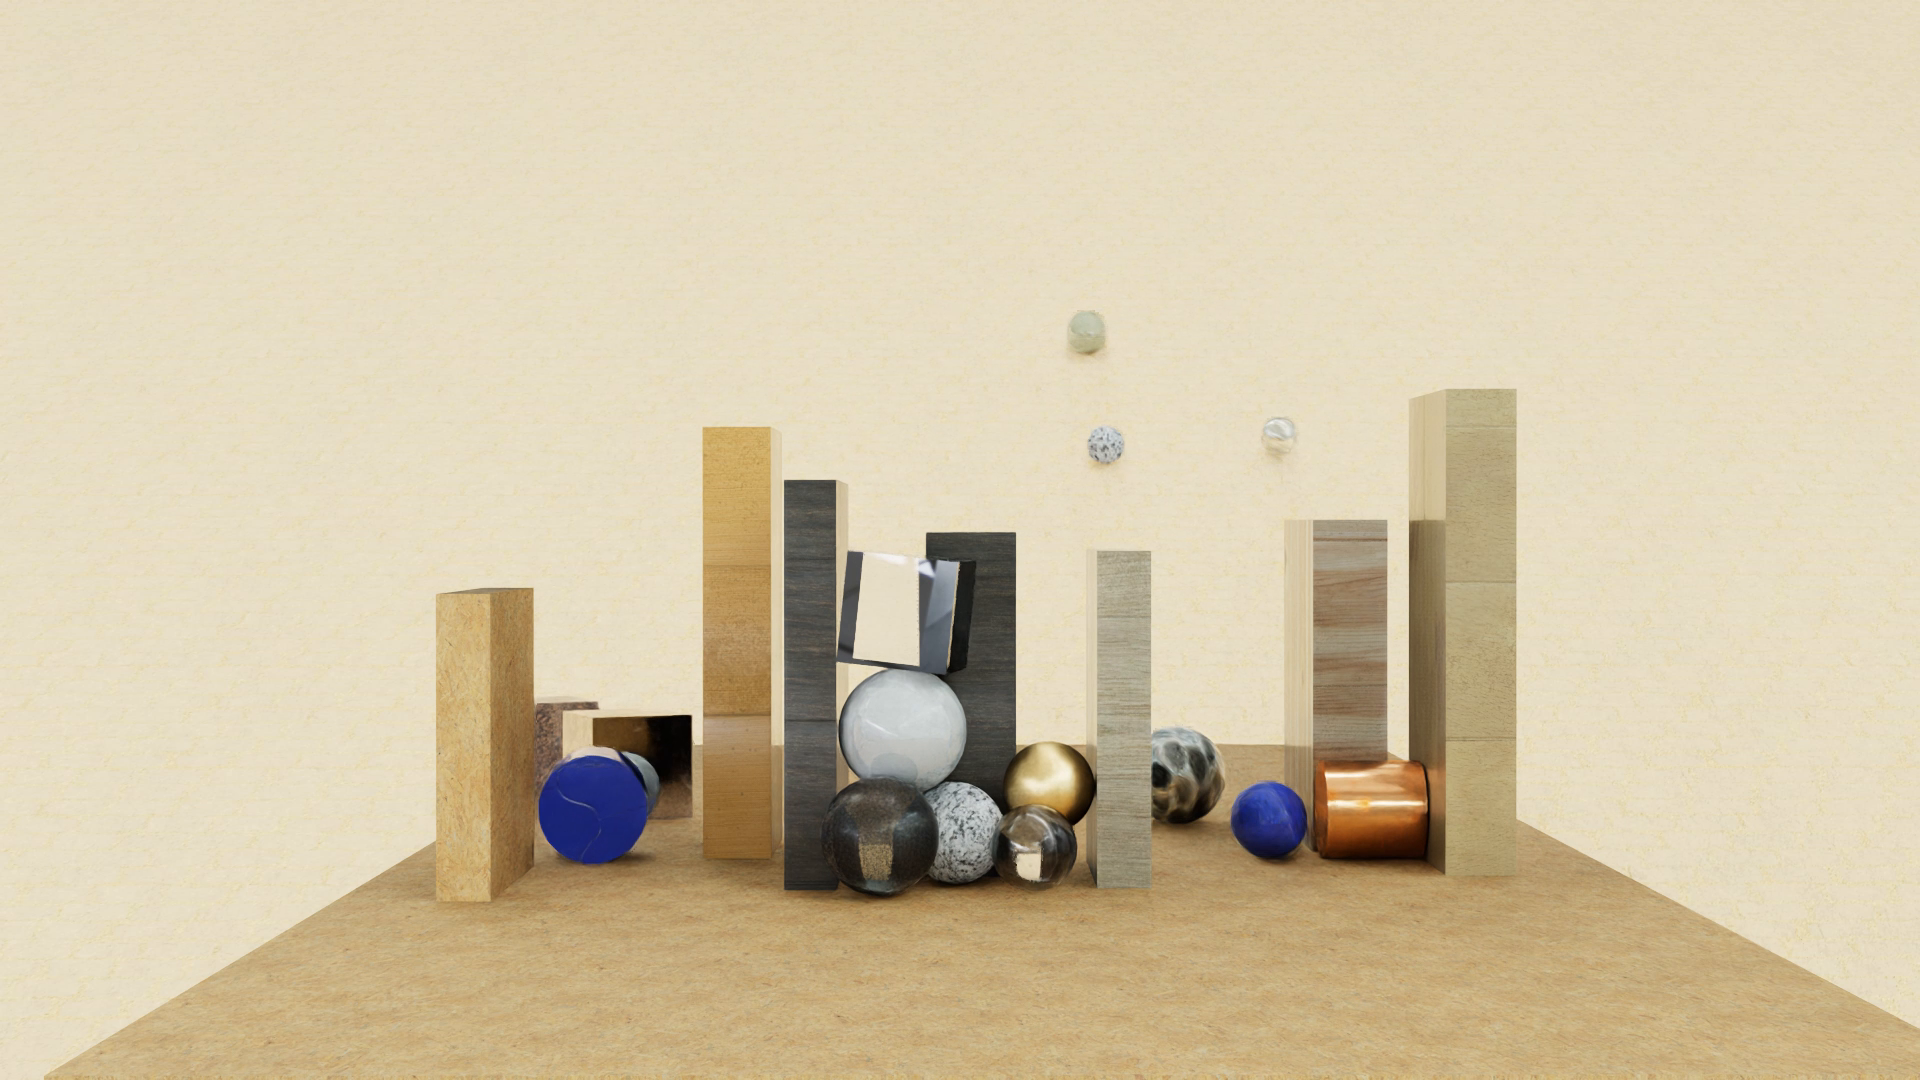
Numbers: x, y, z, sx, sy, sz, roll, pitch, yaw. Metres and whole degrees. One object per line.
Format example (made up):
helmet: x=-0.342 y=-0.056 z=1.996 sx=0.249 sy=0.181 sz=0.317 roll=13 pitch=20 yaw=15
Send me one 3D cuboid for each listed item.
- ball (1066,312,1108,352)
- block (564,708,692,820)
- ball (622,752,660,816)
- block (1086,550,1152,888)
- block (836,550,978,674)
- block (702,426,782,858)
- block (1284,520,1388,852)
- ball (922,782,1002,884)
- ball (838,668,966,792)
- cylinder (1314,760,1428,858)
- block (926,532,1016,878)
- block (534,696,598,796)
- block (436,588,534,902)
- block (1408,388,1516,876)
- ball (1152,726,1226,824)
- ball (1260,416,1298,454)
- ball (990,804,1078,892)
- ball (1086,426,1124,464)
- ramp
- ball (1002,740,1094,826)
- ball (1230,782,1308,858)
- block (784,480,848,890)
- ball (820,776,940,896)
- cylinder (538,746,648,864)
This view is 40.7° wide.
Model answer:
ball: x=0.435 y=-0.716 z=8.894 sx=0.142 sy=0.142 sz=0.142 roll=0 pitch=29 yaw=0
block: x=-0.646 y=0.434 z=5.015 sx=0.199 sy=0.199 sz=0.199 roll=0 pitch=0 yaw=-25
ball: x=-0.629 y=0.465 z=4.839 sx=0.135 sy=0.135 sz=0.135 roll=0 pitch=29 yaw=0
block: x=0.253 y=0.277 z=4.159 sx=0.084 sy=0.521 sz=0.334 roll=0 pitch=0 yaw=0
block: x=-0.081 y=0.110 z=4.038 sx=0.172 sy=0.172 sz=0.172 roll=6 pitch=2 yaw=10
block: x=-0.376 y=0.172 z=4.489 sx=0.115 sy=0.727 sz=0.270 roll=0 pitch=0 yaw=0
block: x=0.670 y=0.249 z=4.635 sx=0.128 sy=0.571 sz=0.393 roll=0 pitch=0 yaw=0
ball: x=-0.009 y=0.458 z=4.043 sx=0.160 sy=0.160 sz=0.160 roll=0 pitch=29 yaw=0
ball: x=-0.089 y=0.297 z=4.028 sx=0.201 sy=0.201 sz=0.201 roll=0 pitch=29 yaw=0
cylinder: x=0.691 y=0.454 z=4.358 sx=0.165 sy=0.165 sz=0.165 roll=0 pitch=29 yaw=0
block: x=0.018 y=0.262 z=4.255 sx=0.144 sy=0.550 sz=0.266 roll=0 pitch=0 yaw=0
block: x=-0.883 y=0.434 z=5.455 sx=0.194 sy=0.194 sz=0.194 roll=0 pitch=0 yaw=-23
block: x=-0.742 y=0.309 z=4.057 sx=0.081 sy=0.459 sz=0.397 roll=0 pitch=0 yaw=0
block: x=0.834 y=0.147 z=4.307 sx=0.114 sy=0.779 sz=0.339 roll=0 pitch=0 yaw=0
ball: x=0.408 y=0.442 z=4.861 sx=0.183 sy=0.183 sz=0.183 roll=0 pitch=29 yaw=0
ball: x=1.016 y=-0.332 z=8.229 sx=0.119 sy=0.119 sz=0.119 roll=0 pitch=29 yaw=0
ball: x=0.113 y=0.471 z=3.963 sx=0.134 sy=0.134 sz=0.134 roll=0 pitch=29 yaw=0
ball: x=0.460 y=-0.301 z=8.174 sx=0.118 sy=0.118 sz=0.118 roll=0 pitch=29 yaw=0
ramp: x=0.065 y=0.585 z=4.634 sx=2.000 sy=0.100 sz=4.000 roll=0 pitch=0 yaw=0
ball: x=0.140 y=0.388 z=4.071 sx=0.144 sy=0.144 sz=0.144 roll=0 pitch=29 yaw=0
ball: x=0.520 y=0.471 z=4.355 sx=0.130 sy=0.130 sz=0.130 roll=0 pitch=29 yaw=0
block: x=-0.230 y=0.222 z=4.195 sx=0.081 sy=0.631 sz=0.445 roll=0 pitch=0 yaw=0
ball: x=-0.121 y=0.448 z=3.914 sx=0.181 sy=0.181 sz=0.181 roll=0 pitch=29 yaw=0
cylinder: x=-0.619 y=0.447 z=4.378 sx=0.180 sy=0.180 sz=0.180 roll=-4 pitch=1 yaw=-7
